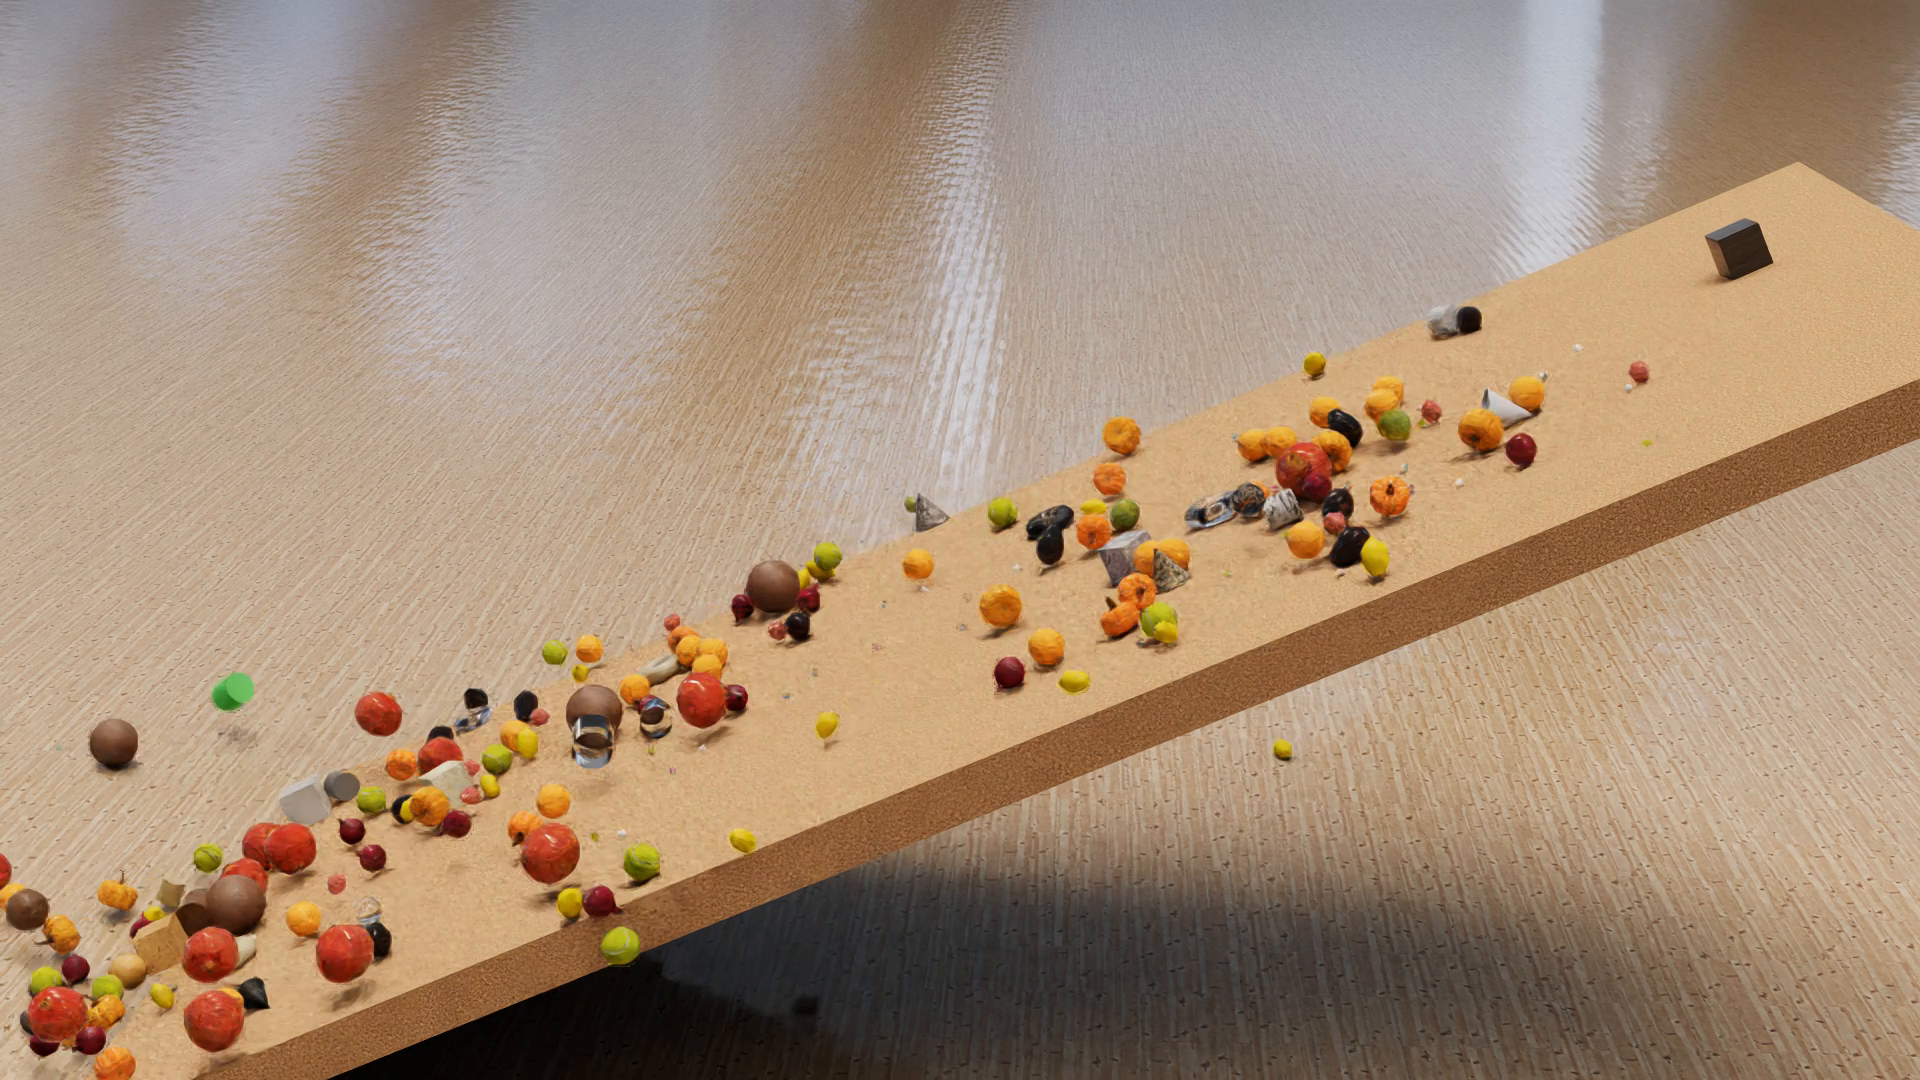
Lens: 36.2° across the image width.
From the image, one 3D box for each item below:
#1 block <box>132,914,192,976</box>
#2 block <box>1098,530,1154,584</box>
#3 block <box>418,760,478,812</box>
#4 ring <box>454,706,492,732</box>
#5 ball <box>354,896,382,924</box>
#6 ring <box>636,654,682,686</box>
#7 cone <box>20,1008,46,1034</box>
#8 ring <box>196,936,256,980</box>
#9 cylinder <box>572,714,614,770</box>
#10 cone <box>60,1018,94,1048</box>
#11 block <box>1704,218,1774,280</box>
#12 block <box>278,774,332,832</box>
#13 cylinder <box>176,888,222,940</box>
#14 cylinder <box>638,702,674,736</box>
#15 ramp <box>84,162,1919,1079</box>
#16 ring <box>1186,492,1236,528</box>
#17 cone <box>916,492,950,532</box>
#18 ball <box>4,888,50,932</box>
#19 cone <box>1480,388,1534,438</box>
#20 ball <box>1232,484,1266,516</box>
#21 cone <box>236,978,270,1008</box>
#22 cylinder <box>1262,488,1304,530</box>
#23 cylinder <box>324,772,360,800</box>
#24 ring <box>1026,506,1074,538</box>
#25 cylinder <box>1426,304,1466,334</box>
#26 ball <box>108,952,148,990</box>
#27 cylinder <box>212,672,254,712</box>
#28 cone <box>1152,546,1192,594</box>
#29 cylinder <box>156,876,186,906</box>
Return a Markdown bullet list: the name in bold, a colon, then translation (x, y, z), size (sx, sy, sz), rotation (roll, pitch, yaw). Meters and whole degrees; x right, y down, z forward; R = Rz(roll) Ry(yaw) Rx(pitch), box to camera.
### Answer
- **block**: translation (-1.745, 0.884, 6.433), size (0.087, 0.087, 0.087), rotation (-25, 13, 0)
- **block**: translation (0.348, 0.035, 6.025), size (0.078, 0.078, 0.078), rotation (-33, 15, -35)
- **block**: translation (-1.164, 0.559, 6.685), size (0.084, 0.084, 0.084), rotation (-31, 14, -28)
- **ring**: translation (-1.216, 0.447, 7.352), size (0.104, 0.035, 0.104), rotation (-22, 14, 6)
- **ball**: translation (-1.214, 0.759, 6.030), size (0.056, 0.056, 0.056), rotation (0, 15, 0)
- **ring**: translation (-0.714, 0.309, 6.968), size (0.120, 0.040, 0.120), rotation (-25, 12, 6)
- **cone**: translation (-1.965, 1.014, 6.278), size (0.061, 0.061, 0.061), rotation (30, 35, -23)
- **ring**: translation (-1.545, 0.878, 6.187), size (0.136, 0.045, 0.136), rotation (-24, 11, 5)
- **cylinder**: translation (-0.783, 0.429, 6.261), size (0.088, 0.088, 0.088), rotation (-2, 23, -6)
- **cone**: translation (-1.834, 1.035, 6.144), size (0.063, 0.063, 0.063), rotation (7, 16, 20)
- **block**: translation (1.648, -0.615, 6.224), size (0.093, 0.093, 0.093), rotation (-24, 13, 2)
- **block**: translation (-1.588, 0.638, 7.134), size (0.092, 0.092, 0.092), rotation (-25, 13, -2)
- **cylinder**: translation (-1.696, 0.832, 6.544), size (0.088, 0.088, 0.088), rotation (-1, 16, -2)
- **cylinder**: translation (-0.668, 0.393, 6.470), size (0.071, 0.071, 0.071), rotation (-3, 1, -11)
- **ramp**: translation (0.131, 0.170, 6.285), size (4.000, 0.100, 2.000), rotation (-23, 13, 8)
- **ring**: translation (0.530, -0.064, 6.172), size (0.126, 0.042, 0.126), rotation (-24, 12, 5)
- **cone**: translation (-0.087, -0.080, 7.266), size (0.092, 0.092, 0.092), rotation (-23, 13, 5)
- **ball**: translation (-2.103, 0.835, 6.632), size (0.096, 0.096, 0.096), rotation (0, 15, 0)
- **cone**: translation (1.099, -0.252, 5.877), size (0.100, 0.100, 0.100), rotation (3, 15, 2)
- **ball**: translation (0.568, -0.079, 5.792), size (0.066, 0.066, 0.066), rotation (0, 15, 0)
- **cone**: translation (-1.379, 0.907, 5.793), size (0.067, 0.067, 0.067), rotation (25, 28, 39)
- **cylinder**: translation (0.645, -0.062, 5.897), size (0.065, 0.065, 0.065), rotation (-29, 12, 9)
- **cylinder**: translation (-1.513, 0.601, 7.194), size (0.069, 0.069, 0.069), rotation (-9, 4, -30)
- **ring**: translation (0.205, -0.042, 6.695), size (0.116, 0.039, 0.116), rotation (-23, 14, 6)
- **cylinder**: translation (1.129, -0.511, 6.821), size (0.066, 0.066, 0.066), rotation (-7, 4, -26)
- **ball**: translation (-1.798, 0.933, 6.355), size (0.081, 0.081, 0.081), rotation (0, 15, 0)
- **cylinder**: translation (-2.015, 0.422, 8.159), size (0.086, 0.086, 0.086), rotation (-15, -8, -44)
- **cone**: translation (0.404, 0.051, 5.840), size (0.085, 0.085, 0.085), rotation (-23, 13, 6)
- **cylinder**: translation (-1.868, 0.831, 6.964), size (0.055, 0.055, 0.055), rotation (22, 8, -3)
